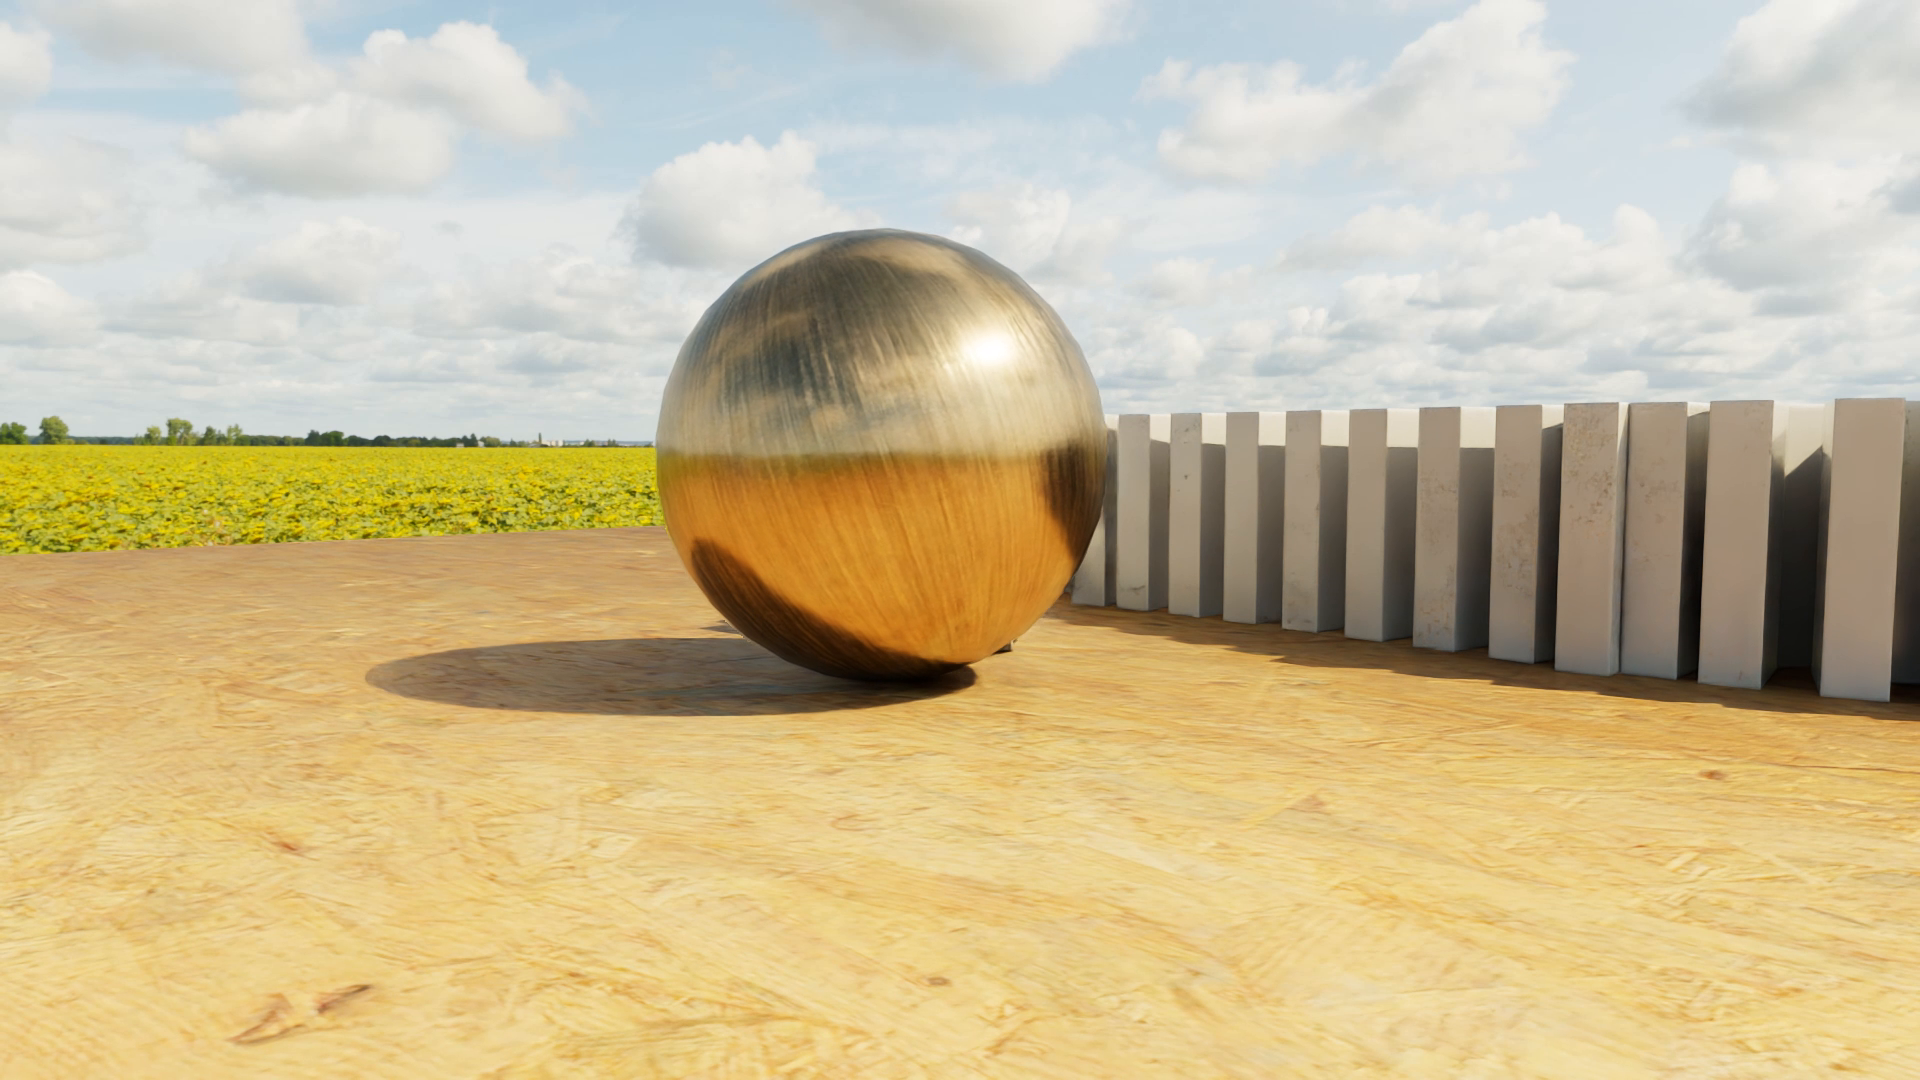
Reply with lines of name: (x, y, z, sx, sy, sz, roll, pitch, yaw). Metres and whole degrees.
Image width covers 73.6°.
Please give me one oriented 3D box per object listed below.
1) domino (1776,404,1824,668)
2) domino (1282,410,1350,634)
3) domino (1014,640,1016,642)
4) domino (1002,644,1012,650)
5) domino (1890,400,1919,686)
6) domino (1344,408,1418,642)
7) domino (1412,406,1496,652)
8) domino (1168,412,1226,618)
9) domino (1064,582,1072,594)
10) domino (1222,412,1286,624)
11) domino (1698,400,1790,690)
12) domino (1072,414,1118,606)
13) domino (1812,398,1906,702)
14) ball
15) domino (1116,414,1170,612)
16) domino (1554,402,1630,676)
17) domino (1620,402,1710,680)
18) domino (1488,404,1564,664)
domino: (0.164, -0.001, 0.250, 0.025, 0.050, 0.010, -2, 5, -22)
domino: (0.087, -0.005, 0.299, 0.025, 0.050, 0.009, -3, 6, -39)
domino: (0.001, -0.002, 0.285, 0.025, 0.050, 0.010, 0, -29, 5)
domino: (-0.001, -0.001, 0.274, 0.025, 0.050, 0.010, 0, -29, 5)
domino: (0.174, 0.000, 0.236, 0.010, 0.050, 0.025, 2, 5, 29)
domino: (0.098, -0.004, 0.285, 0.025, 0.050, 0.009, -3, 5, -37)
domino: (0.108, -0.003, 0.271, 0.025, 0.050, 0.010, -3, 5, -36)
domino: (0.065, -0.007, 0.325, 0.025, 0.050, 0.010, -4, 6, -43)
domino: (0.045, 0.009, 0.387, 0.025, 0.010, 0.050, 3, 5, 39)
domino: (0.076, -0.006, 0.312, 0.025, 0.050, 0.010, -4, 6, -40)
domino: (0.143, 0.000, 0.233, 0.009, 0.050, 0.025, 3, 5, 38)
domino: (0.040, -0.008, 0.346, 0.010, 0.050, 0.025, 3, 5, 32)
domino: (0.155, 0.001, 0.223, 0.009, 0.050, 0.025, 3, 5, 31)
ball: (-0.014, -0.015, 0.229, 0.080, 0.080, 0.080, 0, 4, 0)
domino: (0.052, -0.008, 0.337, 0.010, 0.050, 0.025, 4, 6, 40)
domino: (0.124, -0.001, 0.245, 0.010, 0.050, 0.025, 4, 6, 43)
domino: (0.134, -0.001, 0.242, 0.010, 0.050, 0.025, 4, 6, 43)
domino: (0.118, -0.002, 0.257, 0.025, 0.050, 0.010, -3, 5, -36)
